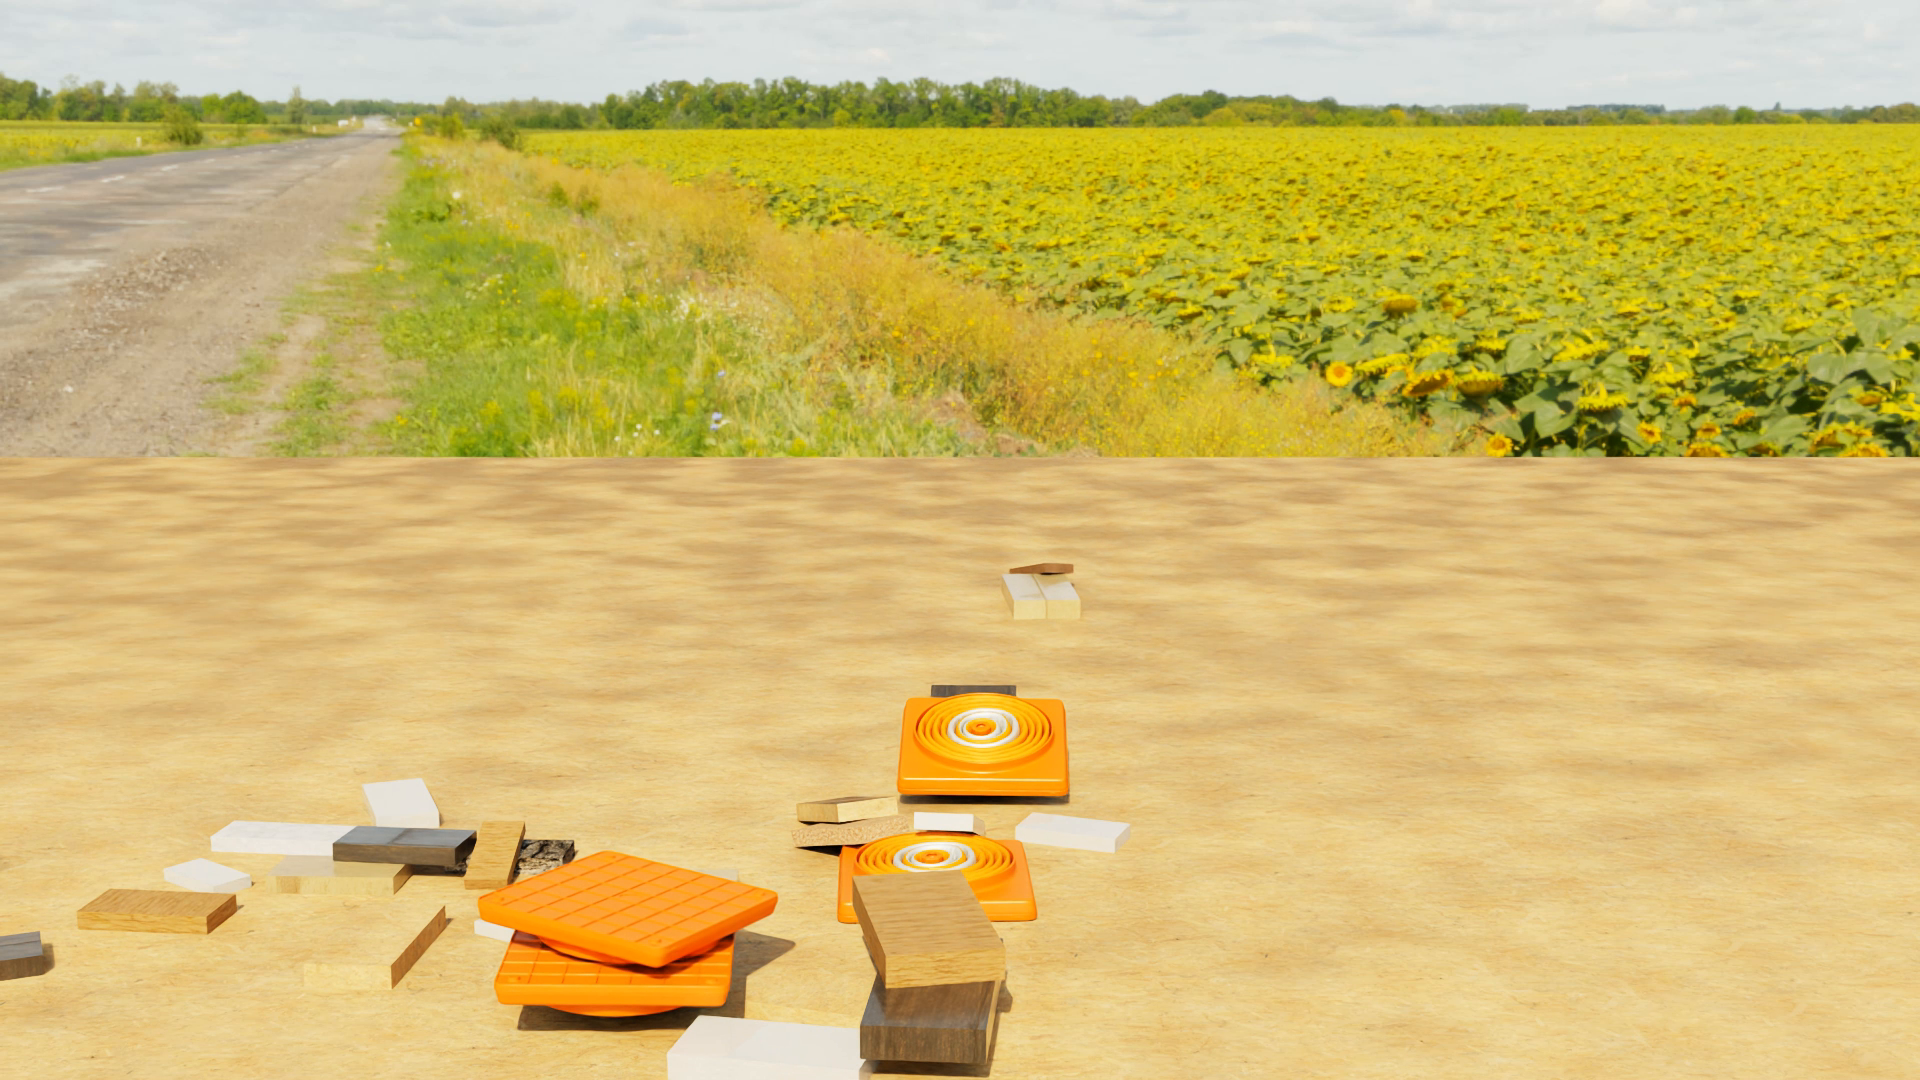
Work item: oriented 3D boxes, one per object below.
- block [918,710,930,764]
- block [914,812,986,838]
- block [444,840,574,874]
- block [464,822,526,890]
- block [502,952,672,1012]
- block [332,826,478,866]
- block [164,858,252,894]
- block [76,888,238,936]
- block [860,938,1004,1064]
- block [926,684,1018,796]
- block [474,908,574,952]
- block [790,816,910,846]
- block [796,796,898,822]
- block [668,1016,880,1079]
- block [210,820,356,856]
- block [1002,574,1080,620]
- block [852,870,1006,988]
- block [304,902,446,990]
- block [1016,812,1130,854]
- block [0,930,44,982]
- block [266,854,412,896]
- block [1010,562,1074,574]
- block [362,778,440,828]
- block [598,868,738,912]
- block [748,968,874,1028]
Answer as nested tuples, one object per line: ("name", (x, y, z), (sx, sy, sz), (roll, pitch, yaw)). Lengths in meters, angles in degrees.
("block", (0.016, 0.396, 4.578), (0.174, 0.049, 0.348), (1, 11, 5))
("block", (-0.017, 0.502, 3.867), (0.102, 0.029, 0.203), (1, -11, 7))
("block", (-0.780, 0.549, 3.813), (0.203, 0.029, 0.102), (0, 11, 2))
("block", (-0.792, 0.537, 3.752), (0.072, 0.021, 0.159), (0, 30, 1))
("block", (-0.549, 0.652, 3.246), (0.223, 0.032, 0.112), (2, 11, 11))
("block", (-0.952, 0.524, 3.775), (0.216, 0.031, 0.108), (1, 9, 7))
("block", (-1.272, 0.571, 3.716), (0.145, 0.021, 0.072), (8, 13, 38))
("block", (-1.292, 0.598, 3.541), (0.216, 0.031, 0.108), (1, 11, 7))
("block", (-0.035, 0.638, 3.077), (0.168, 0.048, 0.337), (1, 11, 5))
("block", (0.025, 0.393, 4.363), (0.174, 0.049, 0.348), (0, 25, 1))
("block", (-0.688, 0.615, 3.476), (0.145, 0.021, 0.072), (7, 12, 31))
("block", (-0.194, 0.512, 3.864), (0.102, 0.029, 0.203), (-9, -2, -42))
("block", (-0.206, 0.486, 3.978), (0.112, 0.032, 0.223), (-5, -4, -24))
("block", (-0.249, 0.698, 2.982), (0.265, 0.037, 0.132), (2, 11, 12))
("block", (-1.142, 0.533, 3.906), (0.352, 0.026, 0.093), (1, 11, 8))
("block", (0.215, 0.149, 5.907), (0.174, 0.049, 0.348), (-1, 11, -4))
("block", (-0.051, 0.564, 3.214), (0.168, 0.048, 0.337), (-2, 11, -10))
("block", (-0.897, 0.623, 3.388), (0.132, 0.037, 0.265), (1, 11, 4))
("block", (0.203, 0.525, 3.947), (0.186, 0.026, 0.093), (4, 11, 21))
("block", (-1.568, 0.644, 3.289), (0.361, 0.032, 0.112), (-5, 12, -24))
("block", (-1.048, 0.566, 3.716), (0.216, 0.031, 0.108), (1, 11, 3))
("block", (0.227, 0.087, 6.146), (0.093, 0.026, 0.186), (2, -7, -31))
("block", (-1.044, 0.494, 4.097), (0.111, 0.031, 0.222), (-4, 11, -21))
("block", (-0.481, 0.579, 3.640), (0.222, 0.031, 0.111), (-1, 11, -3))
("block", (-0.155, 0.669, 3.142), (0.265, 0.037, 0.132), (4, 11, 18))
